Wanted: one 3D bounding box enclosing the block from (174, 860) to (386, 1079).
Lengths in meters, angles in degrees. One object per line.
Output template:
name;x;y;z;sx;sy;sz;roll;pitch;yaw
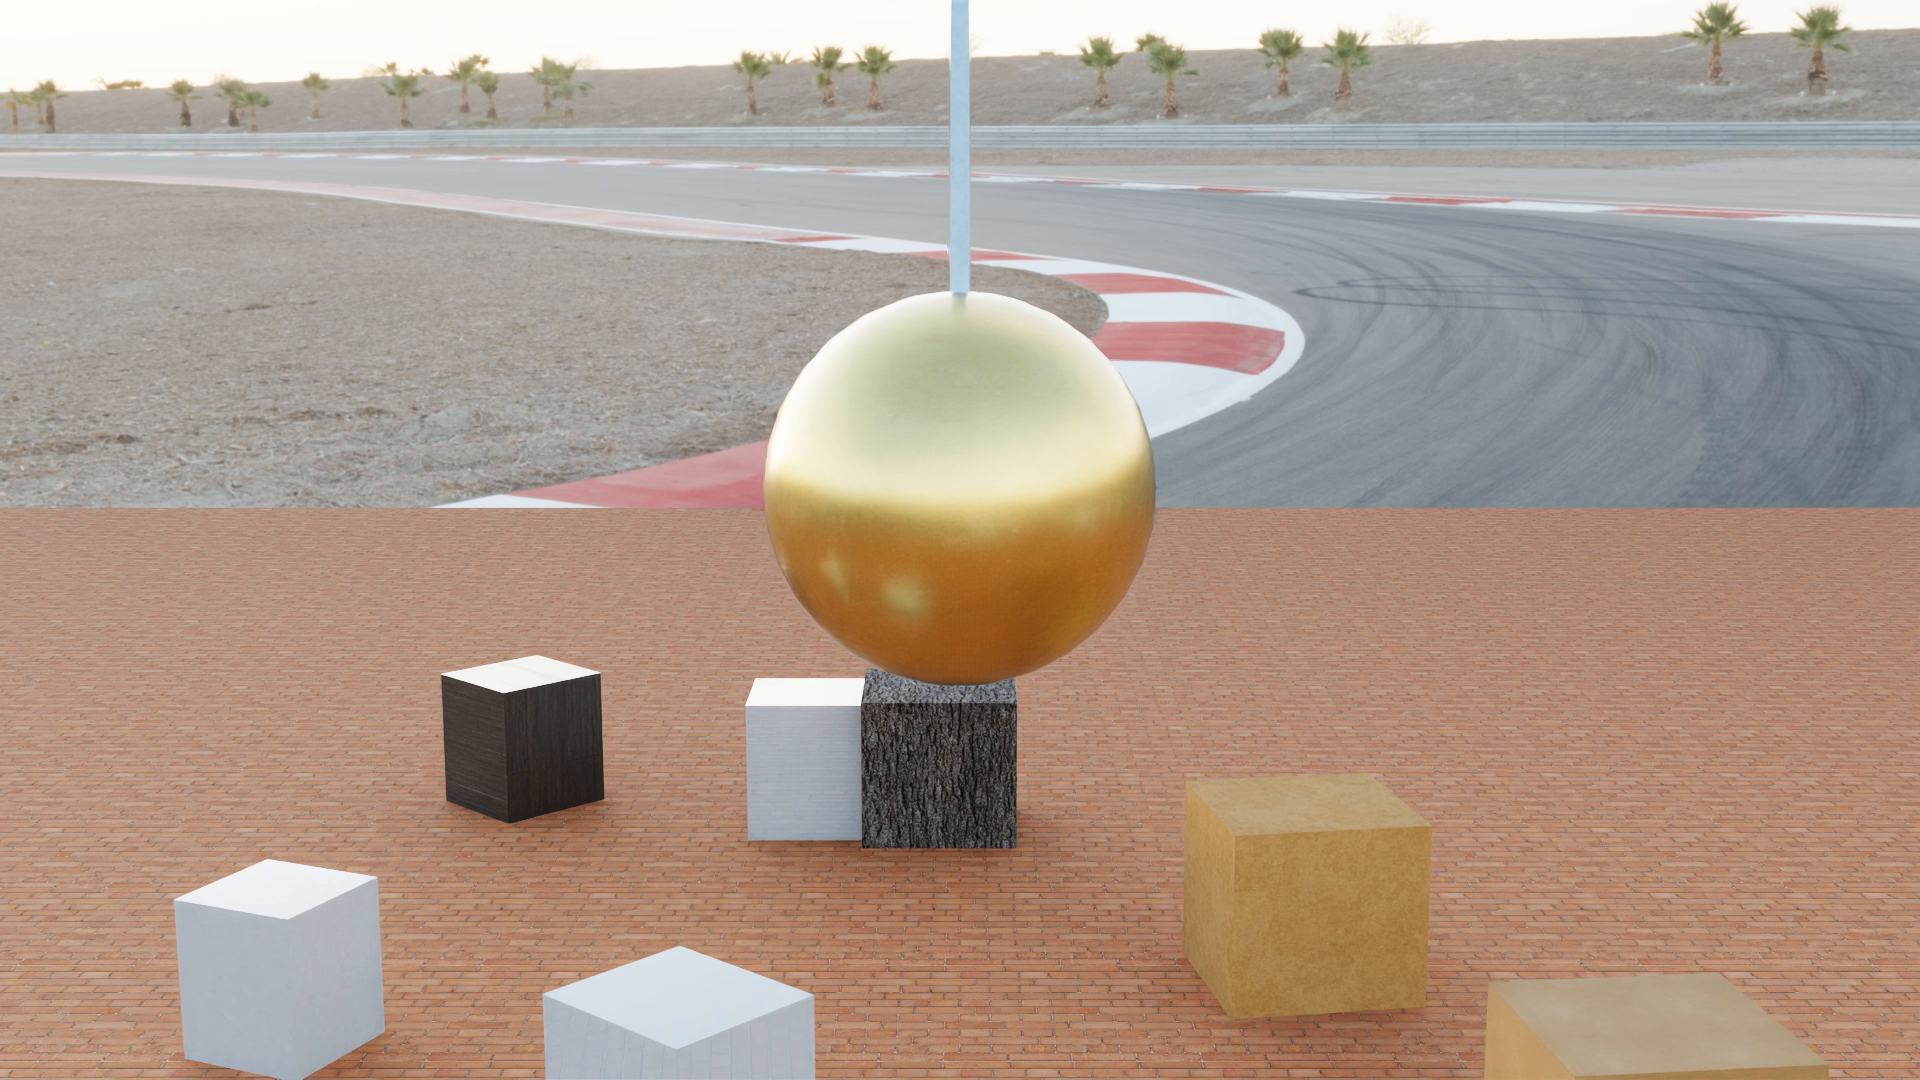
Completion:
block;-2.648;1.668;8.587;0.546;0.646;0.523;4;11;23

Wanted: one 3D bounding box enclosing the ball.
ball;0.000;-0.210;8.954;1.600;1.600;1.600;0;10;0

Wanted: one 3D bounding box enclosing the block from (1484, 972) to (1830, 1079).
block;2.181;1.895;7.011;0.795;0.762;0.746;-1;10;-6

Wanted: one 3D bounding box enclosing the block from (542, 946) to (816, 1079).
block;-0.977;1.864;7.682;0.706;0.584;0.625;9;14;41

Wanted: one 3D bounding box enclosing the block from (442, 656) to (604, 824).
block;-2.343;1.057;11.795;0.585;0.701;0.613;10;14;44

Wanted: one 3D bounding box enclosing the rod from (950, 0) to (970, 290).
rod;0.000;-3.551;9.587;0.080;5.200;0.080;0;-11;0

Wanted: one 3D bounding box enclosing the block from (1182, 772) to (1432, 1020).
block;1.442;1.479;9.265;0.823;0.774;0.768;-2;10;-9

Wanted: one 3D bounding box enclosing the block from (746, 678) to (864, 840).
block;-0.786;1.128;11.391;0.585;0.705;0.563;0;10;0

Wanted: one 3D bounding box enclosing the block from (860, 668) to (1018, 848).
block;-0.105;1.114;11.338;0.776;0.752;0.729;0;10;0
